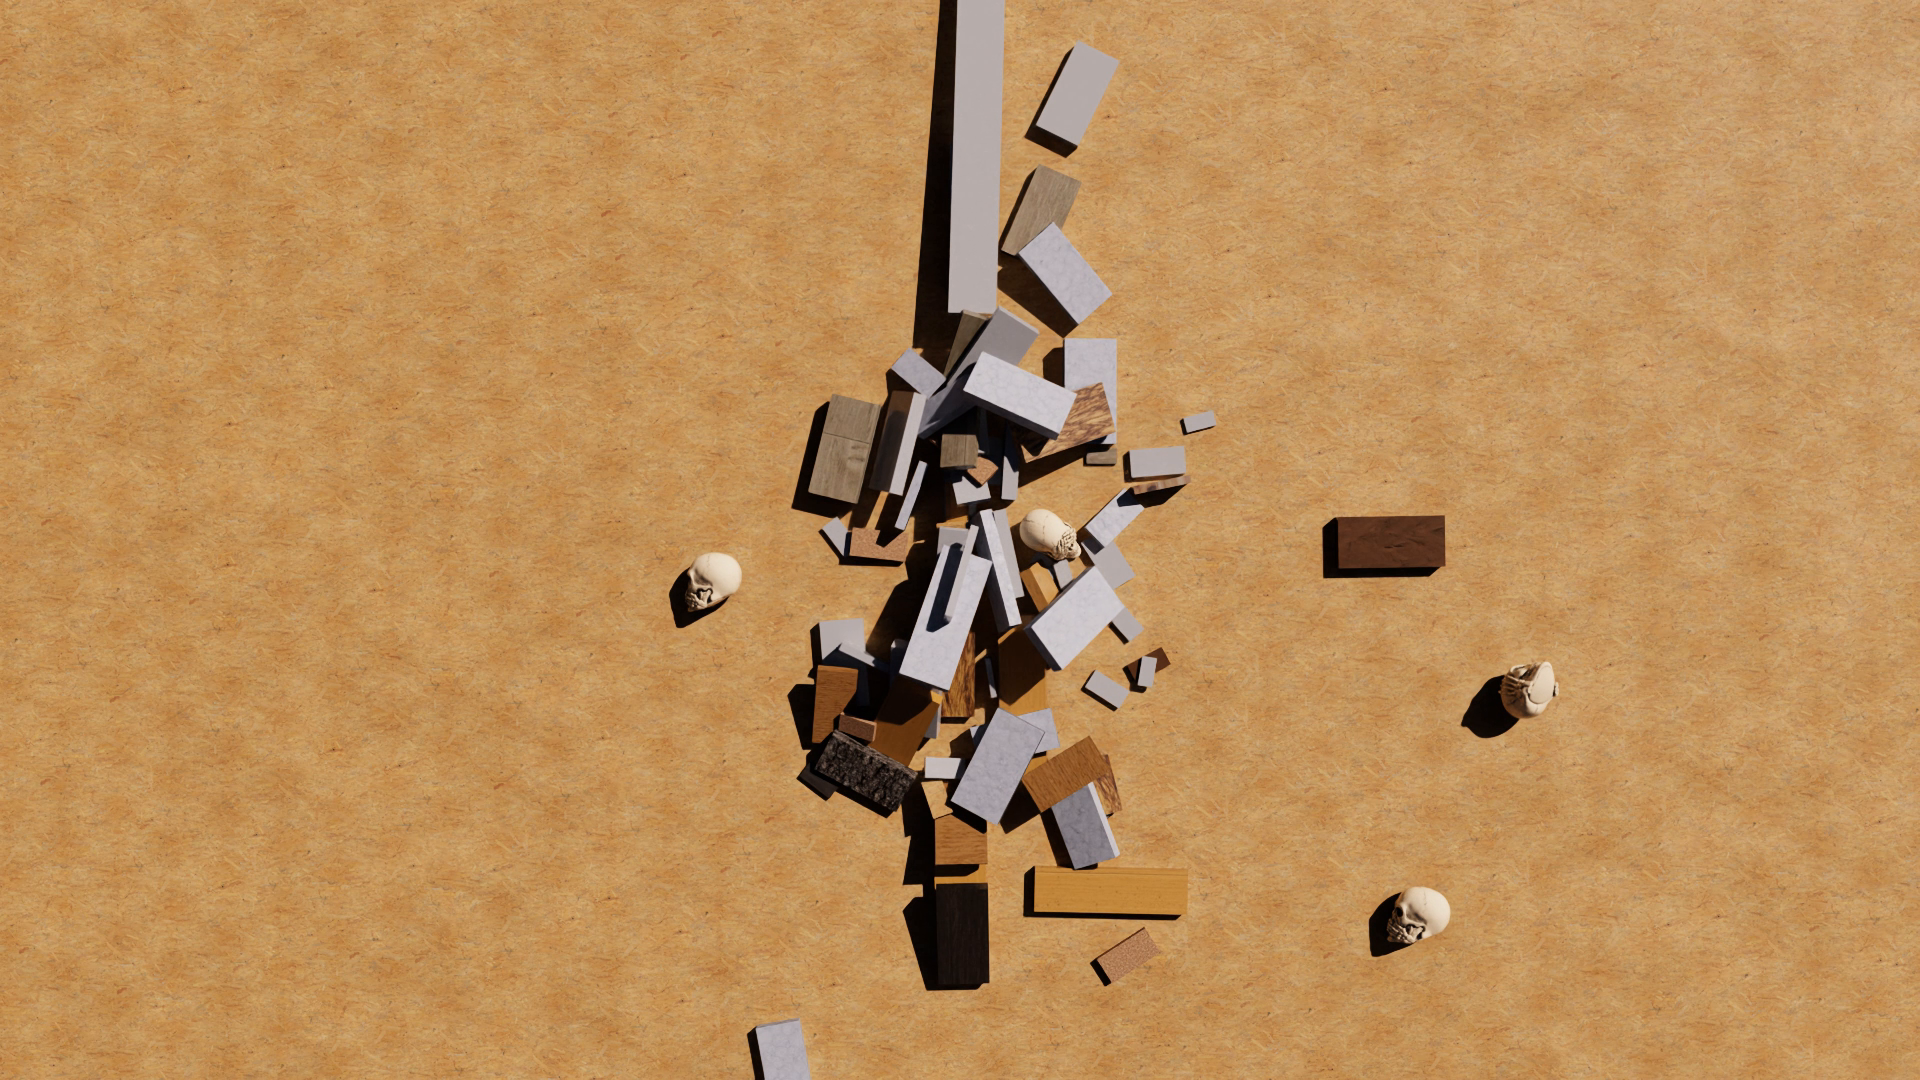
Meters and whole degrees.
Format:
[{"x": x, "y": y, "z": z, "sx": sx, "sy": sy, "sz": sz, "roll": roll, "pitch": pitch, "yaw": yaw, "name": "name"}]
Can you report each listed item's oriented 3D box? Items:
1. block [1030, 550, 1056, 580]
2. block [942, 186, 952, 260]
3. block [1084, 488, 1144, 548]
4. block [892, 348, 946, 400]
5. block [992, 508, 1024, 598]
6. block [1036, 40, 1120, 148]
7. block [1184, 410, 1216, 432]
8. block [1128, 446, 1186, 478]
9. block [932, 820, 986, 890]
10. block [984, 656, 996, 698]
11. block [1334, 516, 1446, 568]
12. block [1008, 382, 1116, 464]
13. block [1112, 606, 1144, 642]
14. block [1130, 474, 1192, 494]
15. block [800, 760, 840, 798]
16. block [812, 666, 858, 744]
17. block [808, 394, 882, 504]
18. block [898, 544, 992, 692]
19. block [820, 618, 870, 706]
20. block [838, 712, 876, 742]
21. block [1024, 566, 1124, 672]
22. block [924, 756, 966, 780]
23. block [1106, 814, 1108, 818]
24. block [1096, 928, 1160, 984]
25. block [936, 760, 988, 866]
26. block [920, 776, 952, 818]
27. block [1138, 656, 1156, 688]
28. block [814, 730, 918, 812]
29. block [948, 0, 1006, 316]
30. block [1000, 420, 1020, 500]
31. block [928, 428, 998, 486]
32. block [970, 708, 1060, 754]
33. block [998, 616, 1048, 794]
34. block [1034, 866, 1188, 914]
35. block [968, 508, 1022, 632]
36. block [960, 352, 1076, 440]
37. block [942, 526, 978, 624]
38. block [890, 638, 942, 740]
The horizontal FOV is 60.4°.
[{"x": 0.285, "y": 0.082, "z": 5.493, "sx": 0.097, "sy": 0.014, "sz": 0.049, "roll": 38, "pitch": 90, "yaw": 0, "name": "block"}, {"x": 0.000, "y": -1.057, "z": 5.483, "sx": 0.120, "sy": 0.034, "sz": 0.239, "roll": -1, "pitch": 90, "yaw": 0, "name": "block"}, {"x": 0.510, "y": -0.072, "z": 5.468, "sx": 0.190, "sy": 0.027, "sz": 0.095, "roll": -44, "pitch": 90, "yaw": -11, "name": "block"}, {"x": -0.137, "y": -0.549, "z": 5.437, "sx": 0.093, "sy": 0.026, "sz": 0.186, "roll": -48, "pitch": 56, "yaw": 0, "name": "block"}, {"x": 0.154, "y": 0.045, "z": 5.426, "sx": 0.041, "sy": 0.145, "sz": 0.291, "roll": -12, "pitch": 90, "yaw": -3, "name": "block"}, {"x": 0.390, "y": -1.479, "z": 5.478, "sx": 0.156, "sy": 0.044, "sz": 0.312, "roll": 26, "pitch": 90, "yaw": 0, "name": "block"}, {"x": 0.798, "y": -0.394, "z": 5.493, "sx": 0.101, "sy": 0.014, "sz": 0.050, "roll": -15, "pitch": 90, "yaw": 0, "name": "block"}, {"x": 0.657, "y": -0.260, "z": 5.487, "sx": 0.182, "sy": 0.026, "sz": 0.091, "roll": -5, "pitch": 90, "yaw": 0, "name": "block"}, {"x": 0.000, "y": 1.099, "z": 5.476, "sx": 0.170, "sy": 0.048, "sz": 0.340, "roll": -2, "pitch": 90, "yaw": 0, "name": "block"}, {"x": 0.102, "y": 0.454, "z": 5.467, "sx": 0.018, "sy": 0.065, "sz": 0.131, "roll": -9, "pitch": 90, "yaw": 0, "name": "block"}, {"x": 1.427, "y": 0.006, "z": 5.476, "sx": 0.354, "sy": 0.048, "sz": 0.170, "roll": -1, "pitch": 90, "yaw": 0, "name": "block"}, {"x": 0.329, "y": -0.382, "z": 5.354, "sx": 0.340, "sy": 0.048, "sz": 0.170, "roll": -20, "pitch": 99, "yaw": -21, "name": "block"}, {"x": 0.506, "y": 0.223, "z": 5.491, "sx": 0.065, "sy": 0.018, "sz": 0.251, "roll": -41, "pitch": 90, "yaw": 0, "name": "block"}, {"x": 0.663, "y": -0.182, "z": 5.453, "sx": 0.190, "sy": 0.095, "sz": 0.027, "roll": -12, "pitch": 90, "yaw": 0, "name": "block"}, {"x": -0.465, "y": 0.797, "z": 5.491, "sx": 0.125, "sy": 0.018, "sz": 0.063, "roll": 37, "pitch": 90, "yaw": 0, "name": "block"}, {"x": -0.412, "y": 0.546, "z": 5.435, "sx": 0.131, "sy": 0.037, "sz": 0.263, "roll": 5, "pitch": 109, "yaw": -3, "name": "block"}, {"x": -0.379, "y": -0.300, "z": 5.450, "sx": 0.167, "sy": 0.047, "sz": 0.334, "roll": 14, "pitch": 90, "yaw": 0, "name": "block"}, {"x": -0.046, "y": 0.250, "z": 5.271, "sx": 0.167, "sy": 0.047, "sz": 0.445, "roll": 19, "pitch": 73, "yaw": -1, "name": "block"}, {"x": -0.382, "y": 0.409, "z": 5.479, "sx": 0.145, "sy": 0.041, "sz": 0.290, "roll": -4, "pitch": 90, "yaw": 0, "name": "block"}, {"x": -0.336, "y": 0.612, "z": 5.403, "sx": 0.125, "sy": 0.018, "sz": 0.063, "roll": 17, "pitch": 116, "yaw": 17, "name": "block"}, {"x": 0.372, "y": 0.254, "z": 5.355, "sx": 0.346, "sy": 0.049, "sz": 0.173, "roll": -42, "pitch": 100, "yaw": -33, "name": "block"}, {"x": -0.050, "y": 0.750, "z": 5.420, "sx": 0.134, "sy": 0.019, "sz": 0.067, "roll": 4, "pitch": 76, "yaw": -14, "name": "block"}, {"x": 0.417, "y": 0.845, "z": 5.487, "sx": 0.095, "sy": 0.027, "sz": 0.190, "roll": -20, "pitch": 90, "yaw": 0, "name": "block"}, {"x": 0.560, "y": 1.381, "z": 5.487, "sx": 0.190, "sy": 0.027, "sz": 0.095, "roll": -33, "pitch": 90, "yaw": 0, "name": "block"}, {"x": 0.003, "y": 0.896, "z": 5.435, "sx": 0.170, "sy": 0.048, "sz": 0.340, "roll": -1, "pitch": 76, "yaw": 0, "name": "block"}, {"x": -0.078, "y": 0.838, "z": 5.416, "sx": 0.067, "sy": 0.019, "sz": 0.140, "roll": -19, "pitch": 77, "yaw": -4, "name": "block"}, {"x": 0.621, "y": 0.437, "z": 5.475, "sx": 0.049, "sy": 0.014, "sz": 0.097, "roll": 9, "pitch": 90, "yaw": 0, "name": "block"}, {"x": -0.310, "y": 0.761, "z": 5.445, "sx": 0.307, "sy": 0.043, "sz": 0.153, "roll": 28, "pitch": 118, "yaw": 0, "name": "block"}, {"x": 0.062, "y": -1.496, "z": 5.430, "sx": 0.156, "sy": 0.044, "sz": 1.522, "roll": 2, "pitch": 86, "yaw": 0, "name": "block"}, {"x": 0.171, "y": -0.330, "z": 5.413, "sx": 0.049, "sy": 0.173, "sz": 0.398, "roll": 4, "pitch": 90, "yaw": 0, "name": "block"}, {"x": 0.005, "y": -0.287, "z": 5.377, "sx": 0.257, "sy": 0.022, "sz": 0.079, "roll": 42, "pitch": 76, "yaw": 13, "name": "block"}, {"x": 0.181, "y": 0.647, "z": 5.412, "sx": 0.272, "sy": 0.037, "sz": 0.131, "roll": -15, "pitch": 85, "yaw": 9, "name": "block"}, {"x": 0.209, "y": 0.541, "z": 5.453, "sx": 0.153, "sy": 0.043, "sz": 0.584, "roll": -1, "pitch": 87, "yaw": 10, "name": "block"}, {"x": 0.500, "y": 1.163, "z": 5.479, "sx": 0.507, "sy": 0.041, "sz": 0.145, "roll": 1, "pitch": 90, "yaw": 0, "name": "block"}, {"x": 0.114, "y": 0.102, "z": 5.398, "sx": 0.041, "sy": 0.145, "sz": 0.386, "roll": -12, "pitch": 82, "yaw": -16, "name": "block"}, {"x": 0.188, "y": -0.460, "z": 5.265, "sx": 0.334, "sy": 0.047, "sz": 0.167, "roll": 24, "pitch": 61, "yaw": 1, "name": "block"}, {"x": 0.001, "y": 0.108, "z": 5.244, "sx": 0.026, "sy": 0.091, "sz": 0.307, "roll": 17, "pitch": 74, "yaw": -2, "name": "block"}, {"x": -0.144, "y": 0.488, "z": 5.381, "sx": 0.167, "sy": 0.047, "sz": 0.334, "roll": 10, "pitch": 121, "yaw": 10, "name": "block"}]
